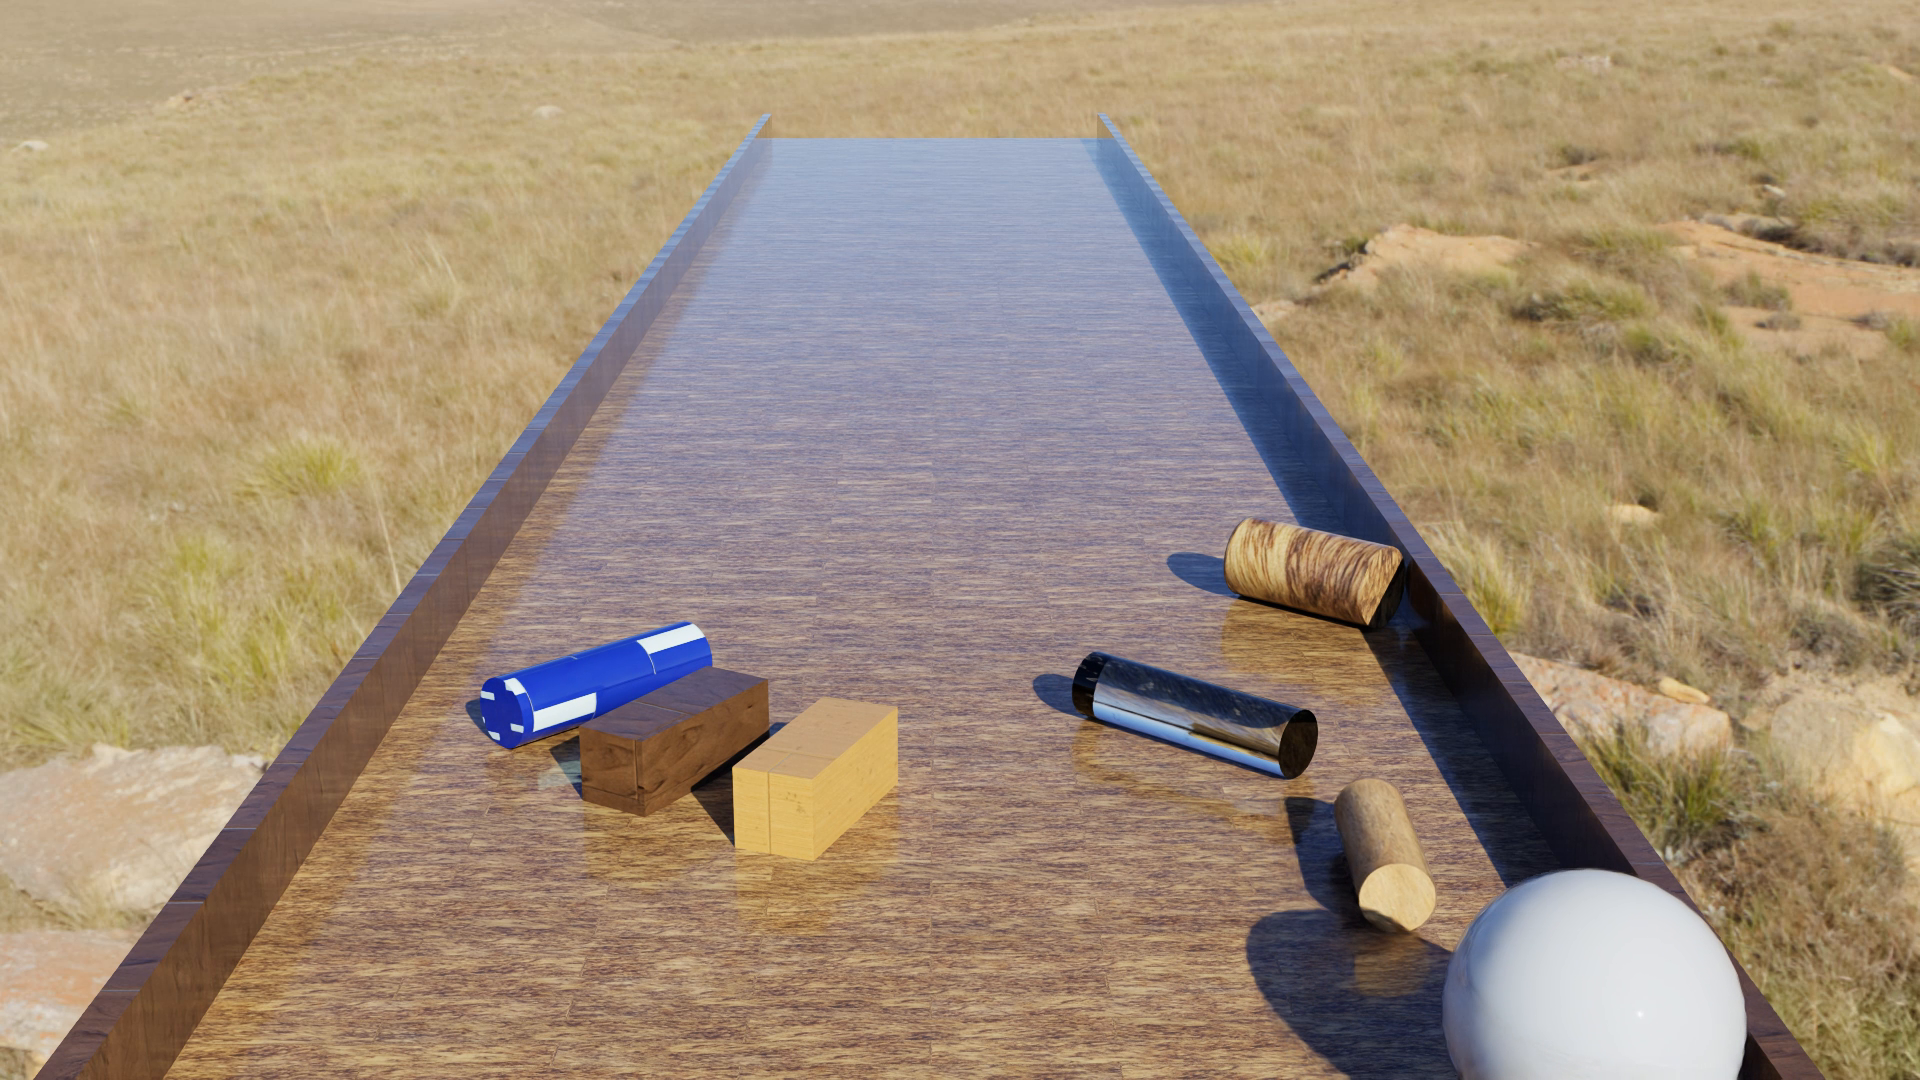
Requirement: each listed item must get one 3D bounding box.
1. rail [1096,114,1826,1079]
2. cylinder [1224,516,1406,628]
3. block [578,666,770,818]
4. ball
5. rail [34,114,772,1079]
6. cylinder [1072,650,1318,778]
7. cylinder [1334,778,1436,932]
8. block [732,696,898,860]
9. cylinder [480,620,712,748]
[{"bbox_3d":[0.932,-0.844,7.801,0.050,0.150,12.000,0,17,-1],"label":"rail"},{"bbox_3d":[0.755,0.066,4.697,0.345,0.176,0.176,14,22,40],"label":"cylinder"},{"bbox_3d":[-0.492,0.345,3.828,0.136,0.136,0.351,10,19,30],"label":"block"},{"bbox_3d":[0.766,0.577,2.665,0.354,0.354,0.354,0,17,0],"label":"ball"},{"bbox_3d":[-1.118,-0.838,7.780,0.050,0.150,12.000,0,17,-1],"label":"rail"},{"bbox_3d":[0.418,0.311,3.964,0.456,0.124,0.124,14,22,40],"label":"cylinder"},{"bbox_3d":[0.653,0.484,3.403,0.112,0.112,0.321,1,17,2],"label":"cylinder"},{"bbox_3d":[-0.235,0.392,3.663,0.140,0.140,0.343,6,18,21],"label":"block"},{"bbox_3d":[-0.673,0.266,4.102,0.132,0.132,0.438,15,22,41],"label":"cylinder"}]
